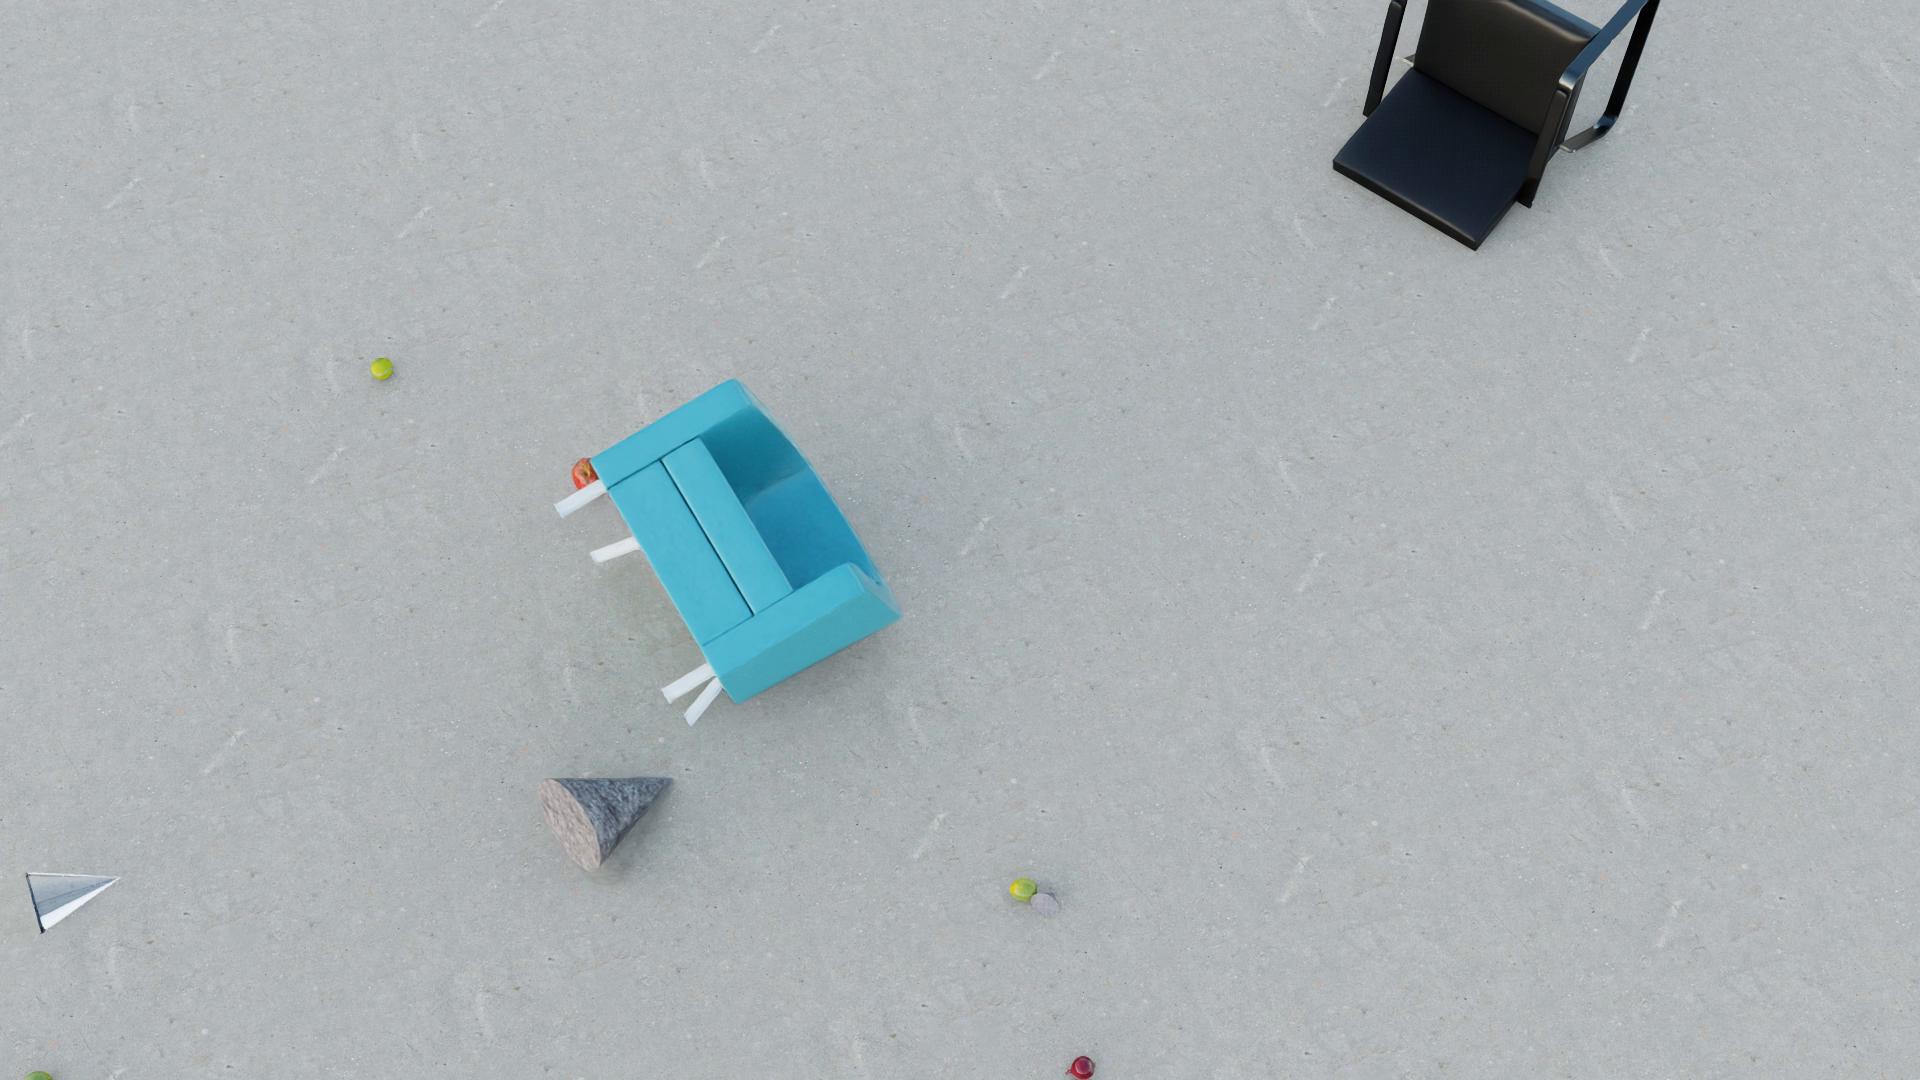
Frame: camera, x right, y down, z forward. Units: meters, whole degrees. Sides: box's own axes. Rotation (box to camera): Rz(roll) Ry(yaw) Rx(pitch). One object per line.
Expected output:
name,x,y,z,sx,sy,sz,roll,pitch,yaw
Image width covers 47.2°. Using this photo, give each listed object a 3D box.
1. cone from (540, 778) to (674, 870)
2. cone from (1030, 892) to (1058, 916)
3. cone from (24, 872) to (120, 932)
cone,-0.924,0.716,6.027,0.341,0.229,0.300,-22,50,-36
cone,0.239,0.963,5.910,0.080,0.067,0.063,16,29,18
cone,-2.374,0.941,5.914,0.228,0.095,0.193,-15,55,-24
